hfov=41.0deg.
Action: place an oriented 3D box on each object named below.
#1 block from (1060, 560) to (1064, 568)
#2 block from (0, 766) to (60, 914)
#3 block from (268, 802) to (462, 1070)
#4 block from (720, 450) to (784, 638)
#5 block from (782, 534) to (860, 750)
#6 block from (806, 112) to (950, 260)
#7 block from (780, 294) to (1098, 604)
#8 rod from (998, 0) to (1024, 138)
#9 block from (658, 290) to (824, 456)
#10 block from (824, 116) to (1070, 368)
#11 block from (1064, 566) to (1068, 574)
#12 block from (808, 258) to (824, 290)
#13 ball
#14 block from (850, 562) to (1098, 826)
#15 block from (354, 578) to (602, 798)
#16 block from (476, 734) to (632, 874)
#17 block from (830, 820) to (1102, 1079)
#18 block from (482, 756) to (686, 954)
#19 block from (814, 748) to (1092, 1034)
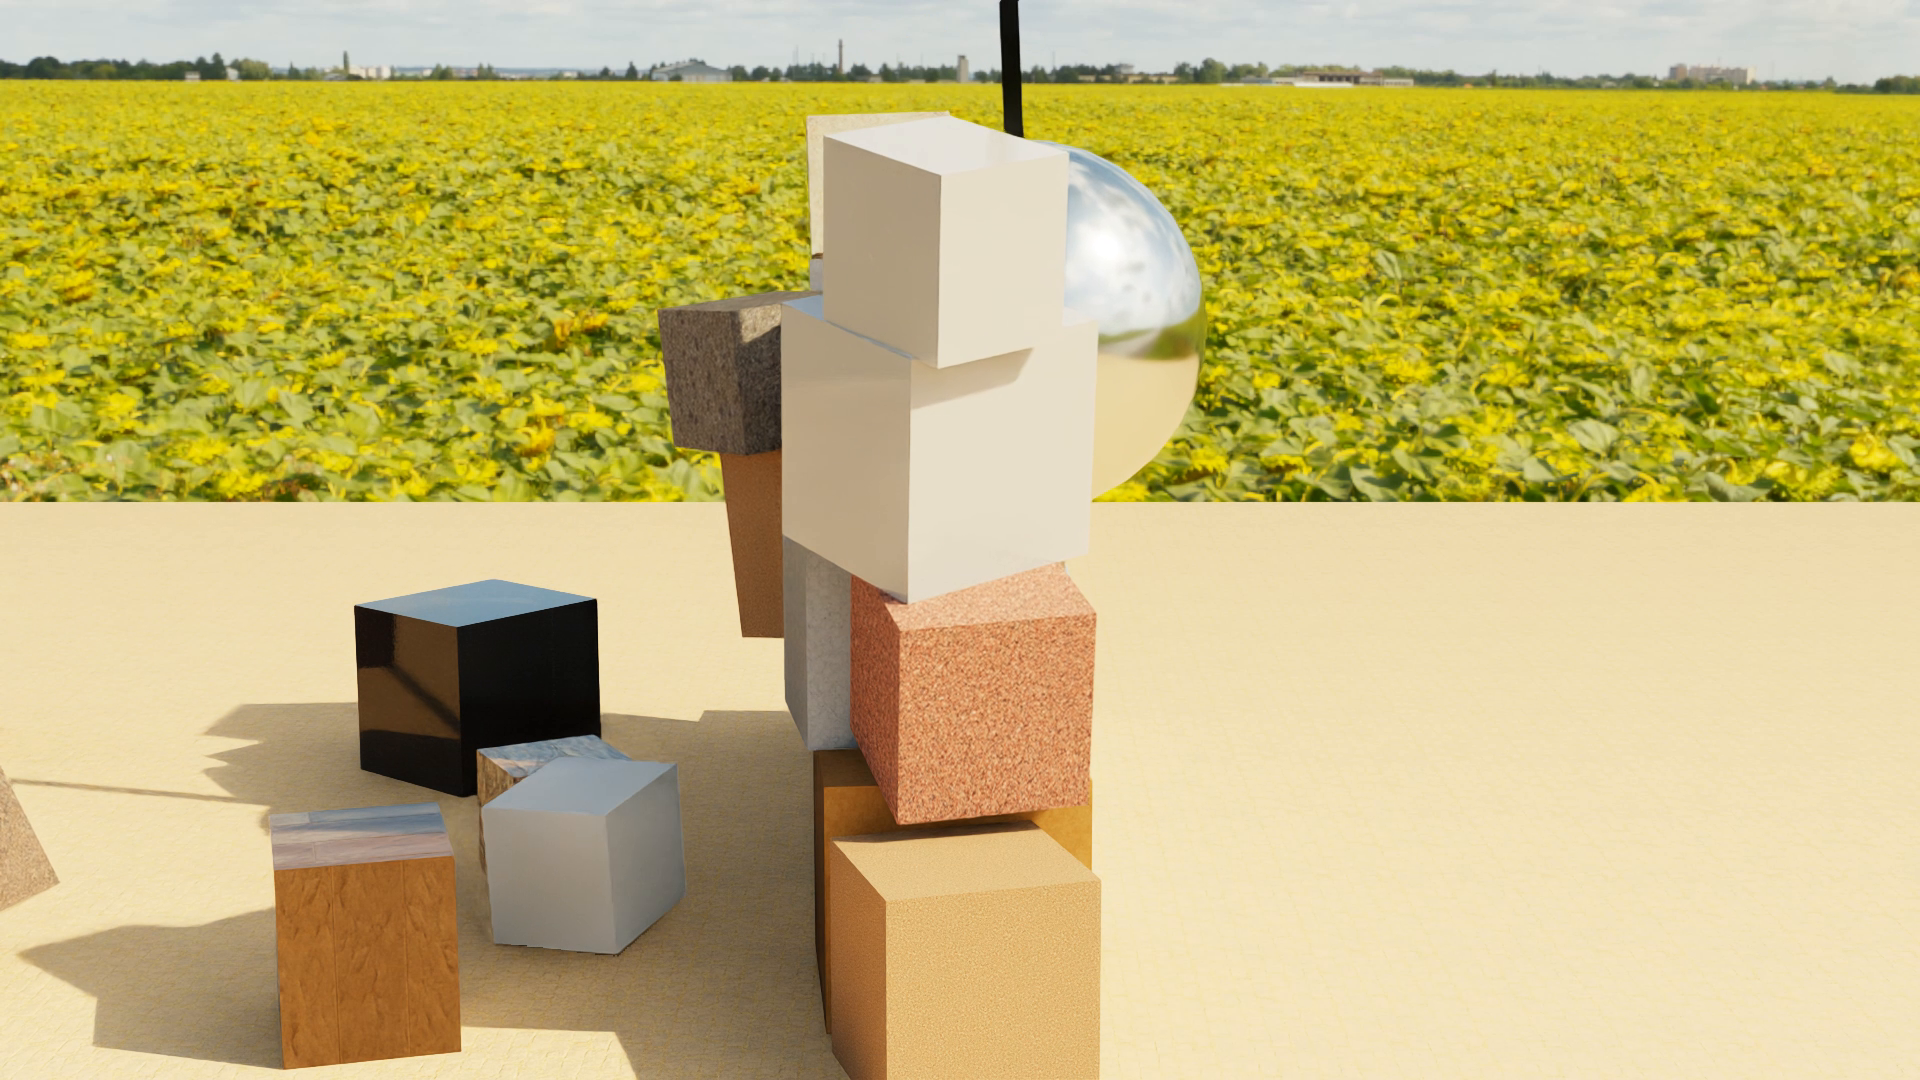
[{"bbox_3d":[-0.035,-0.190,12.958,0.879,0.880,0.852,2,6,24],"label":"block"},{"bbox_3d":[-4.097,1.290,10.193,0.615,0.595,0.529,-26,1,20],"label":"block"},{"bbox_3d":[-2.213,1.450,9.516,0.627,0.742,0.717,-3,11,-16],"label":"block"},{"bbox_3d":[-0.513,-0.075,12.153,0.828,0.916,0.834,0,12,30],"label":"block"},{"bbox_3d":[-0.253,0.306,10.221,0.816,0.848,0.819,-2,10,-10],"label":"block"},{"bbox_3d":[-0.401,-1.728,12.606,0.681,0.654,0.717,-2,3,-3],"label":"block"},{"bbox_3d":[-0.085,-0.403,9.341,0.825,0.901,0.795,-15,27,-34],"label":"block"},{"bbox_3d":[0.114,-4.255,10.407,0.080,5.200,0.080,-2,10,0],"label":"rod"},{"bbox_3d":[-0.907,-0.788,11.905,0.674,0.650,0.690,-13,12,-33],"label":"block"},{"bbox_3d":[-0.057,-1.039,8.837,0.545,0.661,0.659,-16,28,-35],"label":"block"},{"bbox_3d":[0.017,0.660,13.471,1.110,0.881,1.034,0,10,1],"label":"block"},{"bbox_3d":[-0.159,-1.021,12.671,0.796,0.781,0.898,-4,4,-34],"label":"block"},{"bbox_3d":[0.263,-0.913,11.014,1.600,1.600,1.600,0,10,0],"label":"ball"},{"bbox_3d":[0.030,0.485,9.367,0.706,0.755,0.789,-5,23,-14],"label":"block"},{"bbox_3d":[-2.459,0.736,13.119,0.816,0.858,0.905,9,13,40],"label":"block"},{"bbox_3d":[-1.778,1.218,11.319,0.549,0.553,0.524,-5,12,-28],"label":"block"},{"bbox_3d":[0.007,1.507,9.010,0.758,0.811,0.751,-3,11,-17],"label":"block"},{"bbox_3d":[-1.549,1.296,10.648,0.554,0.587,0.680,2,13,19],"label":"block"},{"bbox_3d":[-0.052,1.265,9.959,0.987,0.947,1.017,-1,10,-5],"label":"block"}]
